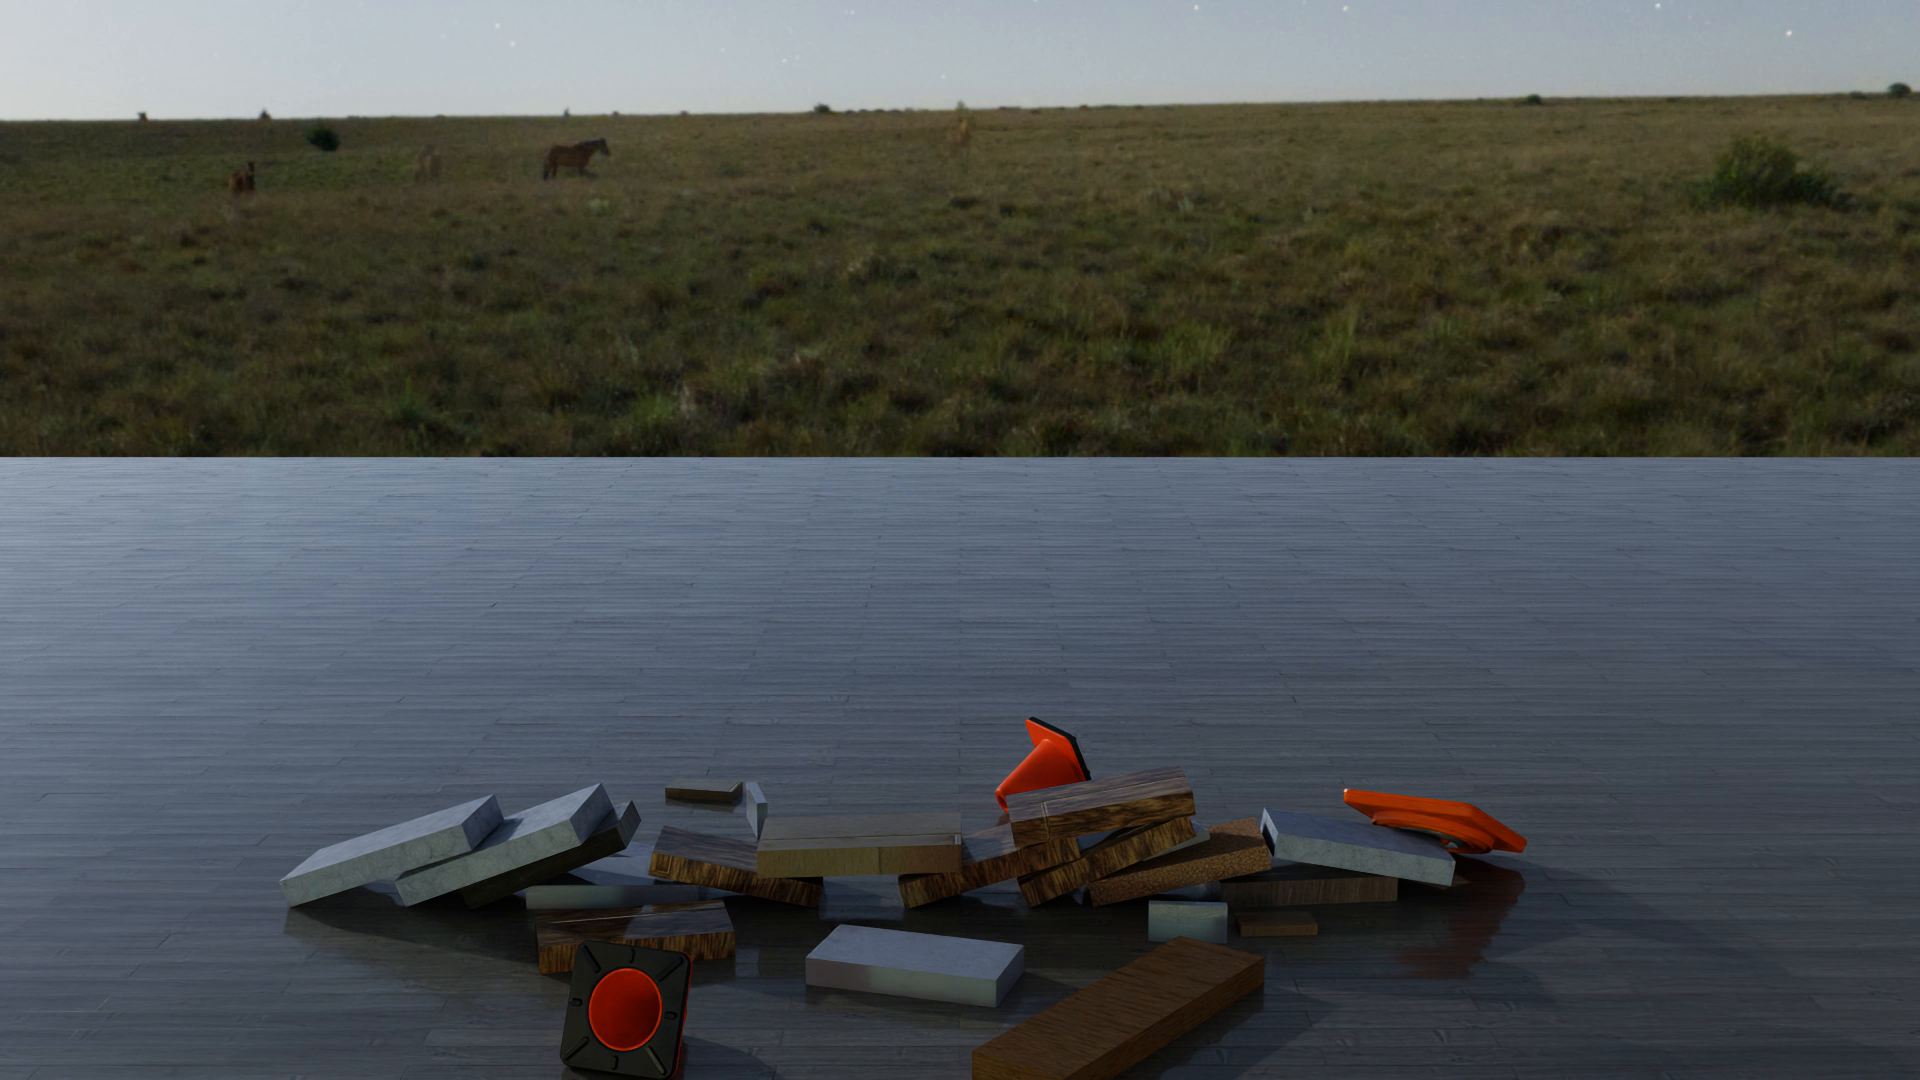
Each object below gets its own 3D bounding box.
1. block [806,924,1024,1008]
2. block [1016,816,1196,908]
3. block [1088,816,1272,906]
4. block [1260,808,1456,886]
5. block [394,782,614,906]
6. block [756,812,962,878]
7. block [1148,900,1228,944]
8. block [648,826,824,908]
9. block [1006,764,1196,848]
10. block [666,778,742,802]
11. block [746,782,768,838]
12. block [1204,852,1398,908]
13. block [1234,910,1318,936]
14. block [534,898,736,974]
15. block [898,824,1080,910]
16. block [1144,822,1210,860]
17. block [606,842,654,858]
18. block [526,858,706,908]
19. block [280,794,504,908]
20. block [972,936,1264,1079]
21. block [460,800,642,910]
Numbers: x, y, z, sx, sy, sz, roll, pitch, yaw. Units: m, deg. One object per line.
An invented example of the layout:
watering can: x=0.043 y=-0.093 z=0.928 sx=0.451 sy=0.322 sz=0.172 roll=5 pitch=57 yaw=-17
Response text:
block: x=-0.066 y=0.637 z=3.300 sx=0.296 sy=0.042 sz=0.148 roll=3 pitch=11 yaw=17
block: x=0.237 y=0.511 z=3.665 sx=0.299 sy=0.042 sz=0.149 roll=-23 pitch=11 yaw=1
block: x=0.359 y=0.536 z=3.670 sx=0.299 sy=0.042 sz=0.149 roll=-12 pitch=10 yaw=2
block: x=0.664 y=0.513 z=3.687 sx=0.299 sy=0.042 sz=0.149 roll=9 pitch=9 yaw=-2
block: x=-0.754 y=0.504 z=3.640 sx=0.331 sy=0.047 sz=0.166 roll=-21 pitch=10 yaw=14
block: x=-0.163 y=0.504 z=3.640 sx=0.331 sy=0.047 sz=0.166 roll=-2 pitch=11 yaw=0
block: x=0.357 y=0.599 z=3.451 sx=0.122 sy=0.061 sz=0.017 roll=1 pitch=11 yaw=4
block: x=-0.367 y=0.543 z=3.660 sx=0.282 sy=0.040 sz=0.141 roll=11 pitch=10 yaw=-2
block: x=0.230 y=0.439 z=3.640 sx=0.299 sy=0.042 sz=0.149 roll=-10 pitch=11 yaw=-1
block: x=-0.491 y=0.479 z=4.217 sx=0.133 sy=0.019 sz=0.067 roll=2 pitch=11 yaw=12
block: x=-0.371 y=0.493 z=4.011 sx=0.019 sy=0.067 sz=0.133 roll=-3 pitch=11 yaw=-14
block: x=0.565 y=0.565 z=3.687 sx=0.299 sy=0.042 sz=0.149 roll=-1 pitch=11 yaw=-7
block: x=0.502 y=0.612 z=3.505 sx=0.122 sy=0.017 sz=0.061 roll=-1 pitch=11 yaw=-4
block: x=-0.507 y=0.615 z=3.421 sx=0.296 sy=0.042 sz=0.148 roll=-3 pitch=11 yaw=-13
block: x=0.045 y=0.528 z=3.662 sx=0.299 sy=0.042 sz=0.149 roll=-16 pitch=11 yaw=0
block: x=0.350 y=0.504 z=3.684 sx=0.122 sy=0.017 sz=0.061 roll=-16 pitch=11 yaw=-15
block: x=-0.554 y=0.551 z=3.829 sx=0.133 sy=0.019 sz=0.067 roll=6 pitch=12 yaw=30
block: x=-0.569 y=0.571 z=3.664 sx=0.282 sy=0.040 sz=0.141 roll=0 pitch=11 yaw=-1
block: x=-0.941 y=0.515 z=3.652 sx=0.331 sy=0.047 sz=0.166 roll=-18 pitch=8 yaw=10
block: x=0.235 y=0.672 z=3.111 sx=0.148 sy=0.042 sz=0.534 roll=8 pitch=13 yaw=36
block: x=-0.675 y=0.519 z=3.634 sx=0.282 sy=0.040 sz=0.141 roll=-22 pitch=10 yaw=6
